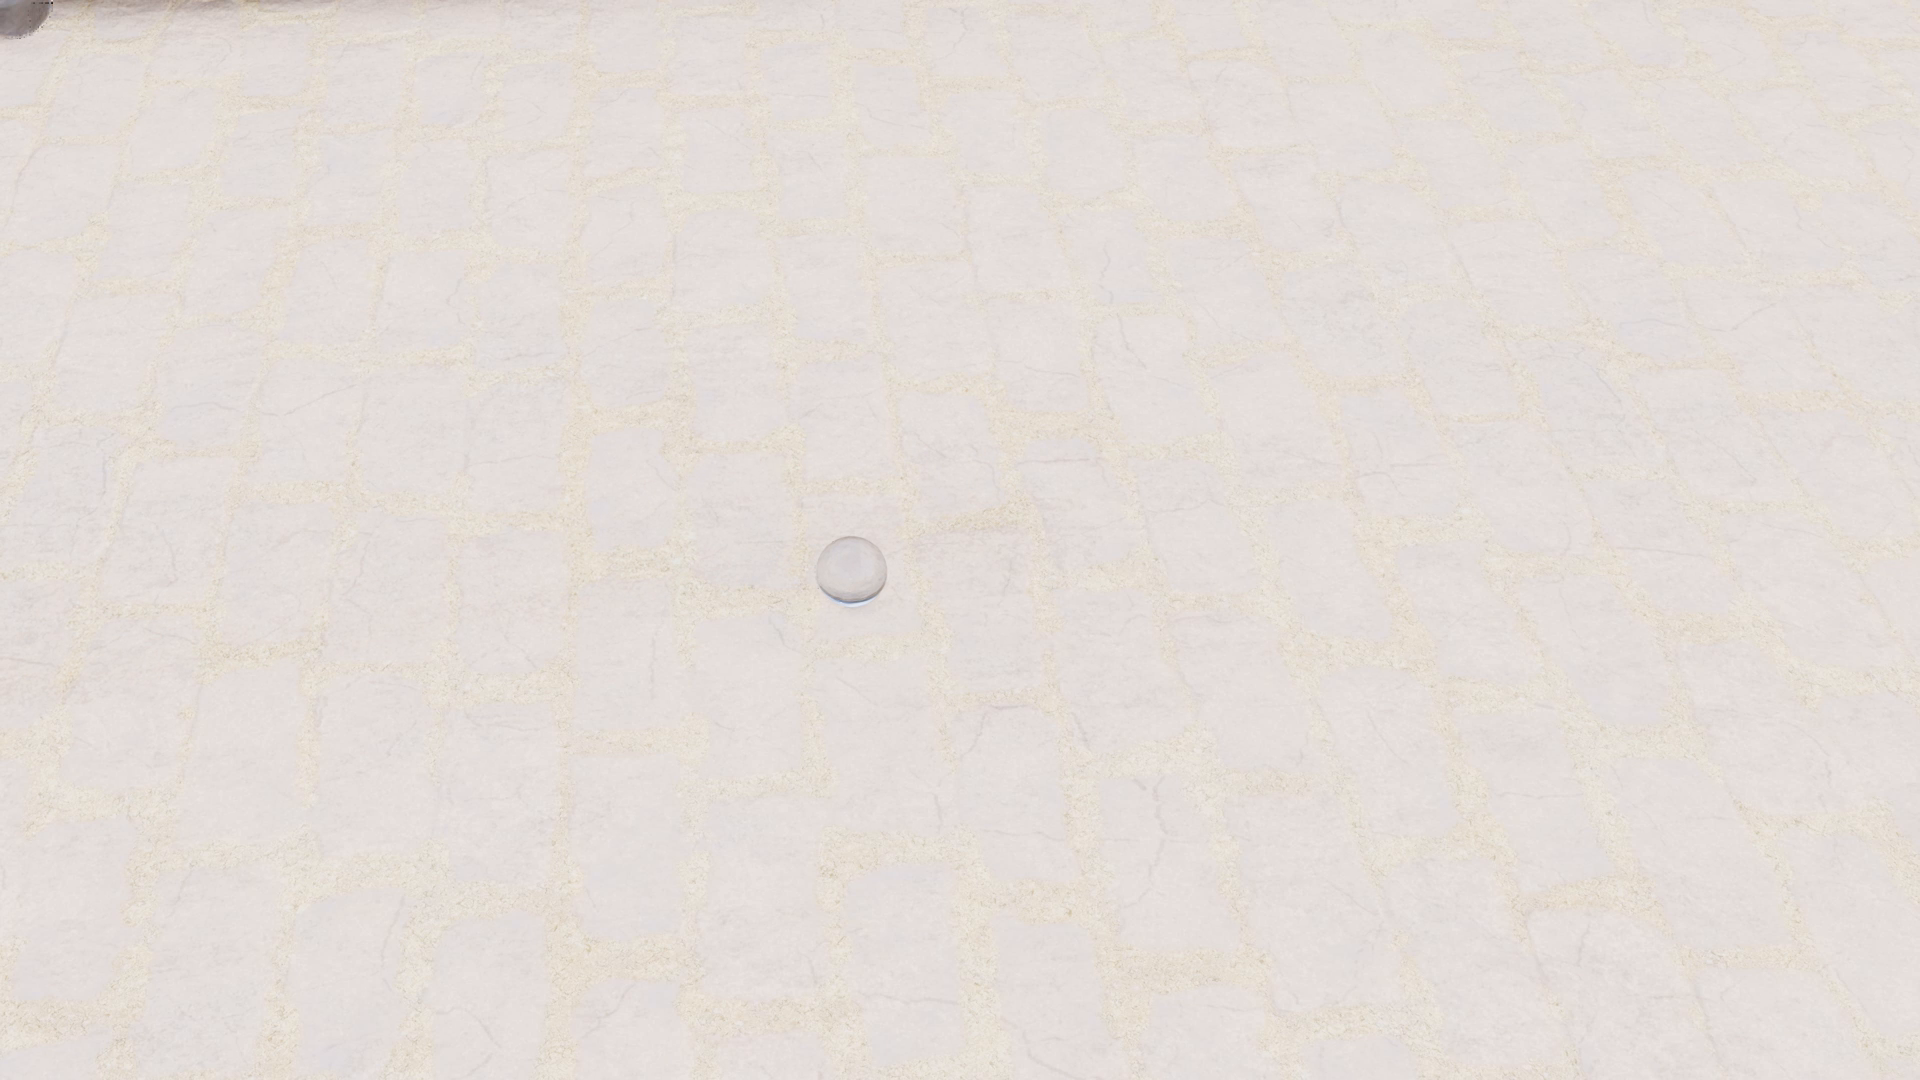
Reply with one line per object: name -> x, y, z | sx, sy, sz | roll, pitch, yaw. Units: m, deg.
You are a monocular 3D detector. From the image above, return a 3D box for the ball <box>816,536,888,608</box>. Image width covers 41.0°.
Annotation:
ball -> -0.065, 0.019, 1.544 | 0.043, 0.043, 0.043 | 0, 37, 0

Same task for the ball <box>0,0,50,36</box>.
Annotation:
ball -> -0.801, -0.457, 2.165 | 0.064, 0.064, 0.064 | 0, 37, 0
